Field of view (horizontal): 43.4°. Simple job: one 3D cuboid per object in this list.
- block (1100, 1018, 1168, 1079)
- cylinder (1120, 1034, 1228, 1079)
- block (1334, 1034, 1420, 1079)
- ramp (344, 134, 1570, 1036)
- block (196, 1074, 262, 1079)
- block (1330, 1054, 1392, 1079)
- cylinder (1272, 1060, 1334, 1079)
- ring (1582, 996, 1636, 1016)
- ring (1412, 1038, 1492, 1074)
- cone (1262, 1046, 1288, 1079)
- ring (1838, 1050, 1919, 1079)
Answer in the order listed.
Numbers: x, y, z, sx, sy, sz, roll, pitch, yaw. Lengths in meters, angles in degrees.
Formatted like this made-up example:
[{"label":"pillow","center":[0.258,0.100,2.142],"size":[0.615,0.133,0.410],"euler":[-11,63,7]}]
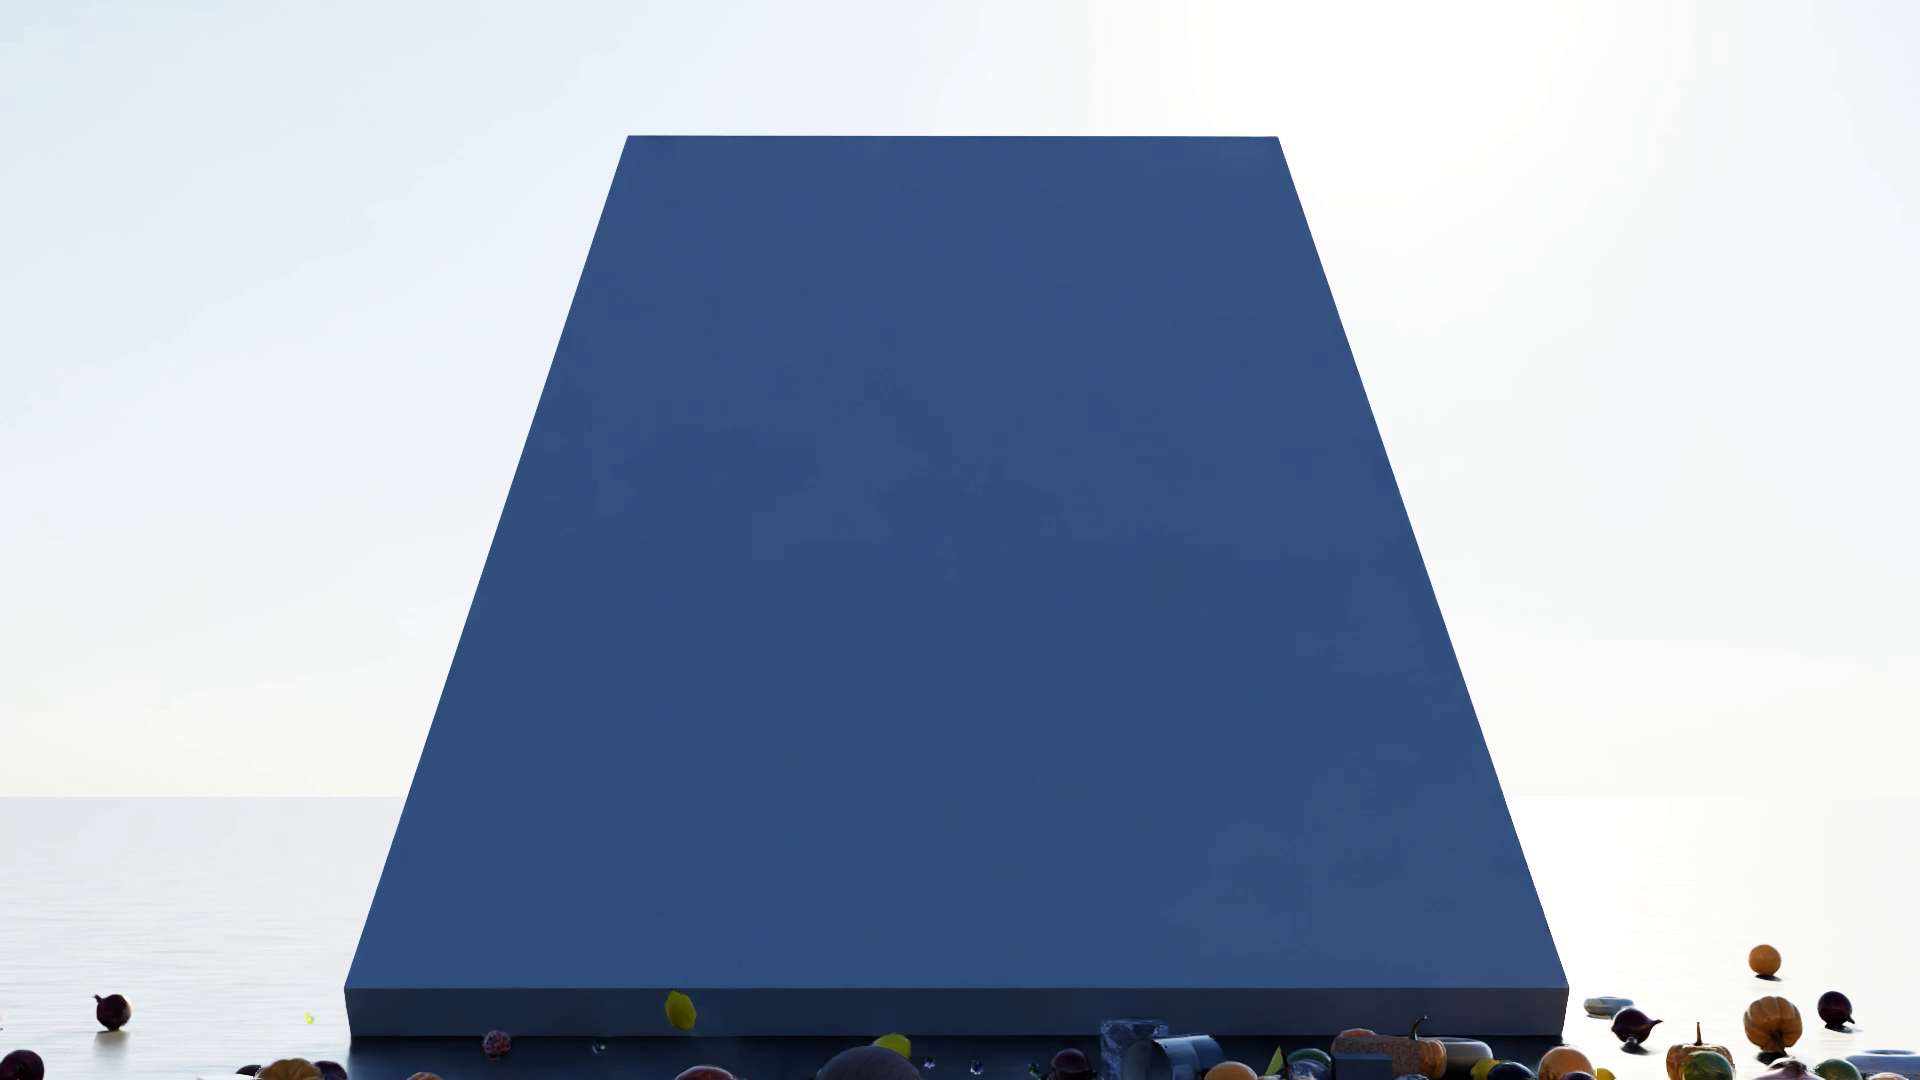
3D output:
[{"label":"block","center":[0.236,0.699,3.270],"size":[0.090,0.090,0.090],"euler":[0,-6,3]},{"label":"cylinder","center":[0.269,0.671,3.029],"size":[0.095,0.095,0.095],"euler":[5,-8,-39]},{"label":"block","center":[0.543,0.690,3.135],"size":[0.080,0.080,0.080],"euler":[3,-6,-23]},{"label":"ramp","center":[-0.013,-0.213,5.691],"size":[2.000,0.100,4.000],"euler":[0,30,0]},{"label":"block","center":[-0.886,0.680,2.918],"size":[0.056,0.056,0.056],"euler":[-6,-8,44]},{"label":"block","center":[0.505,0.684,3.026],"size":[0.070,0.070,0.070],"euler":[0,-6,4]},{"label":"cylinder","center":[0.426,0.683,3.001],"size":[0.066,0.066,0.066],"euler":[-2,-6,23]},{"label":"ring","center":[1.173,0.842,4.355],"size":[0.093,0.031,0.093],"euler":[1,-7,0]},{"label":"ring","center":[0.699,0.743,3.474],"size":[0.135,0.045,0.135],"euler":[1,-7,0]},{"label":"cone","center":[0.441,0.725,3.329],"size":[0.051,0.051,0.051],"euler":[0,-6,0]},{"label":"ring","center":[1.272,0.723,3.288],"size":[0.142,0.047,0.142],"euler":[-1,-7,0]}]
